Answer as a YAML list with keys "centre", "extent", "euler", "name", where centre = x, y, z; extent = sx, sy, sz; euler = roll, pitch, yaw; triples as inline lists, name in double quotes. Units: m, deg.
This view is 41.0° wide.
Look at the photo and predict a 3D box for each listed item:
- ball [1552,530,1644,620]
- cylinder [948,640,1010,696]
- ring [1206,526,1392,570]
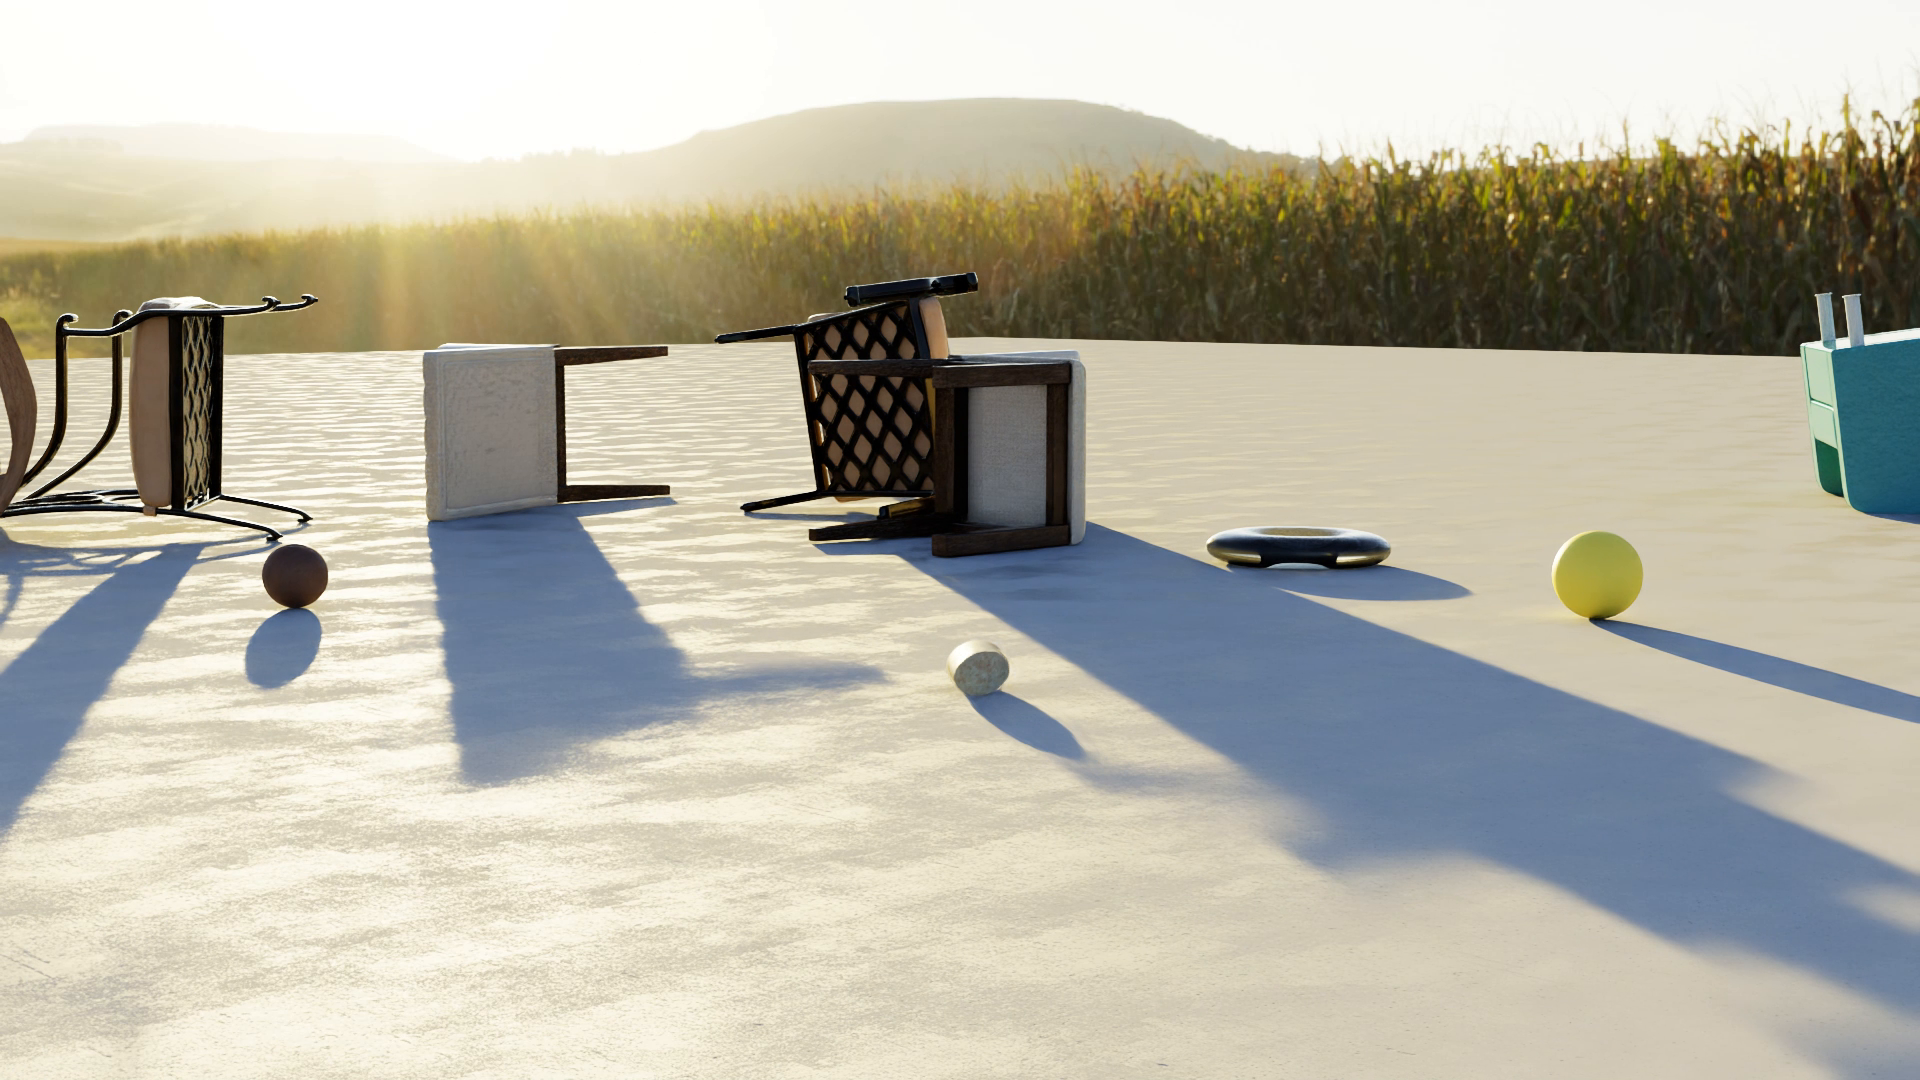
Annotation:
- centre: [1.224, 0.067, 4.928]
  extent: [0.171, 0.171, 0.171]
  euler: [0, 6, 0]
  name: "ball"
- centre: [0.029, 0.203, 4.096]
  extent: [0.091, 0.068, 0.125]
  euler: [-20, 7, -3]
  name: "cylinder"
- centre: [0.775, 0.018, 5.879]
  extent: [0.423, 0.075, 0.309]
  euler: [1, 7, 5]
  name: "ring"
